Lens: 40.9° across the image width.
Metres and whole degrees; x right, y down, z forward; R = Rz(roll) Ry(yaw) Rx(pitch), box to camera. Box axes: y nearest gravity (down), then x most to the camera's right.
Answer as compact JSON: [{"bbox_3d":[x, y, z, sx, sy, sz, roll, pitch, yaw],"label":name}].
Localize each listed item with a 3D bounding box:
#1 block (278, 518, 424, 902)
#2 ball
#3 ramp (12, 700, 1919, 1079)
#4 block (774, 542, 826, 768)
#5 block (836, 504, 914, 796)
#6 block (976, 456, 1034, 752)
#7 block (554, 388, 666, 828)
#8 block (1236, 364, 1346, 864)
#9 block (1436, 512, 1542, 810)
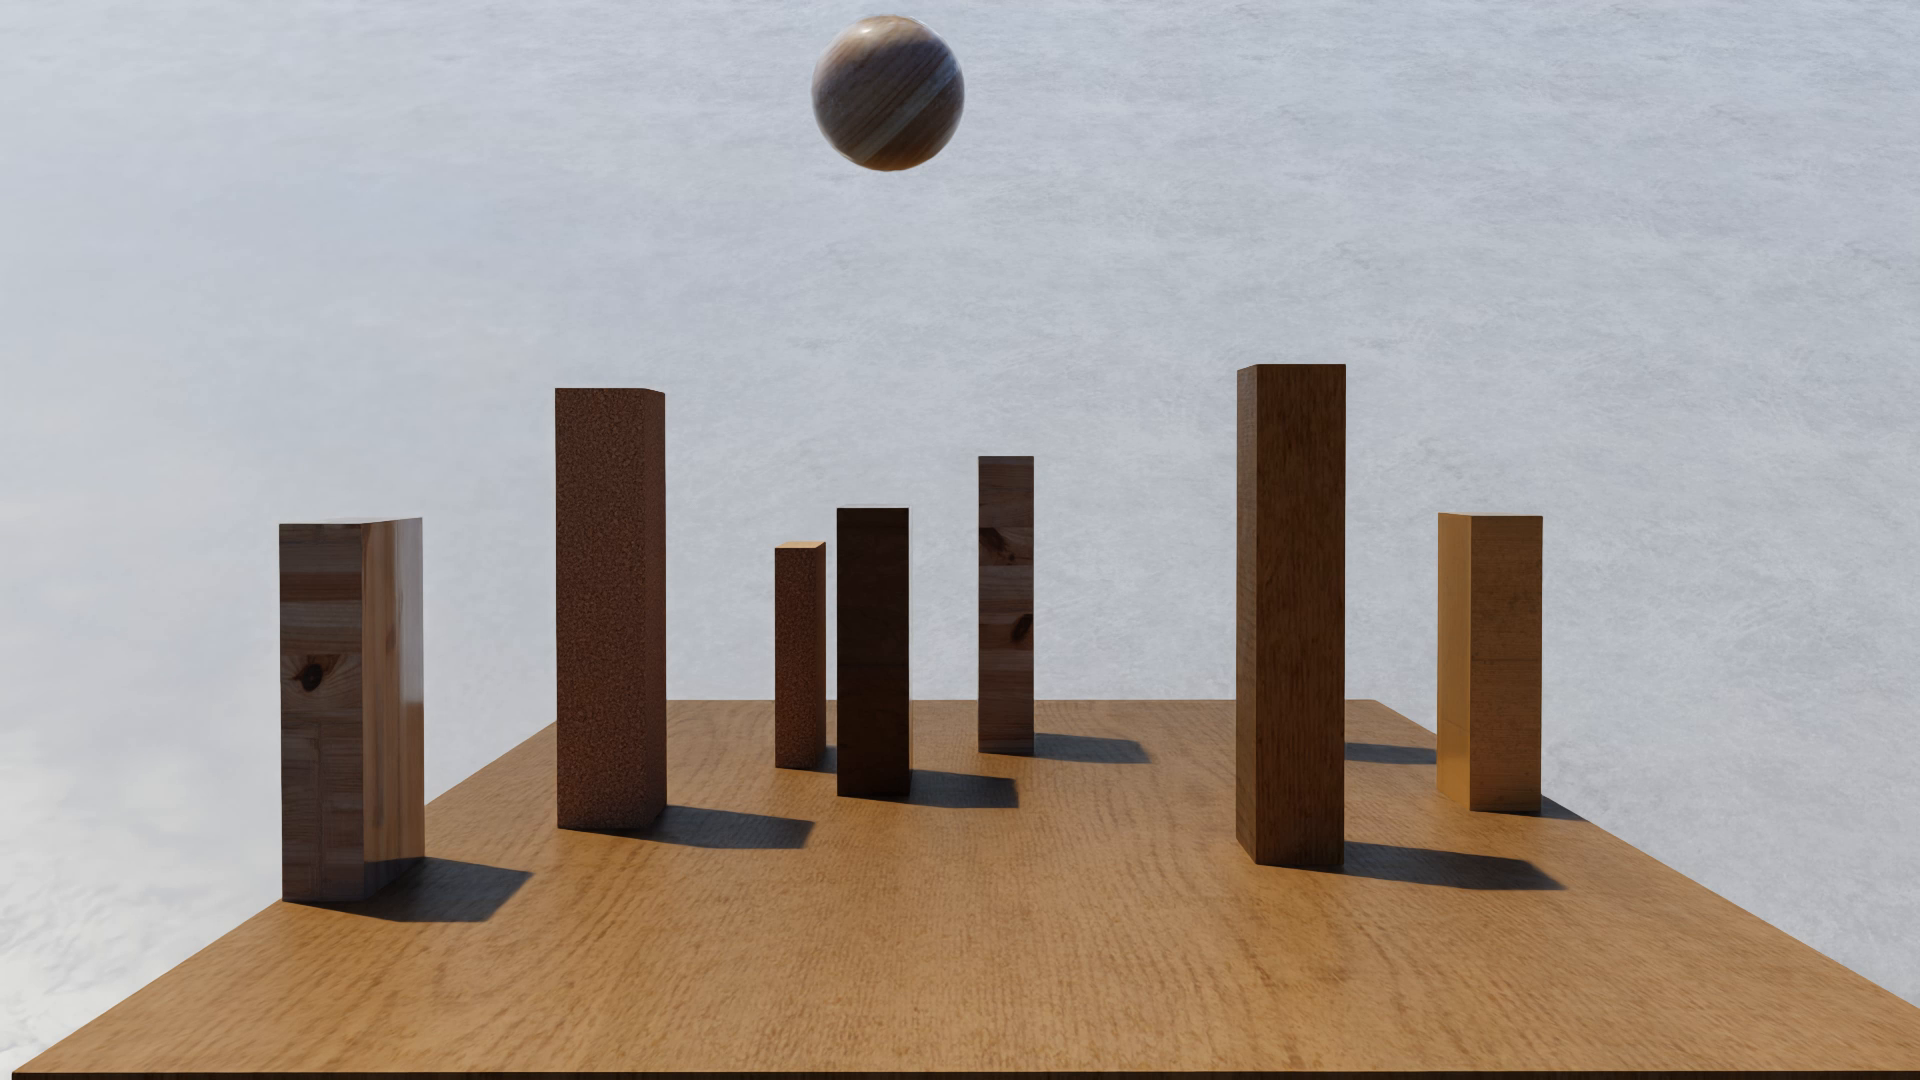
[{"bbox_3d":[-0.877,0.231,3.744,0.113,0.520,0.406,0,2,0],"label":"block"},{"bbox_3d":[-0.065,-0.407,2.348,0.141,0.141,0.141,0,25,0],"label":"ball"},{"bbox_3d":[0.057,0.516,4.556,2.000,0.100,4.000,0,2,0],"label":"ramp"},{"bbox_3d":[-0.326,0.227,5.296,0.080,0.435,0.415,0,2,0],"label":"block"},{"bbox_3d":[-0.157,0.196,4.861,0.131,0.522,0.413,0,2,0],"label":"block"},{"bbox_3d":[0.095,0.128,5.556,0.115,0.616,0.415,0,2,0],"label":"block"},{"bbox_3d":[-0.592,0.109,4.395,0.147,0.726,0.305,0,2,0],"label":"block"},{"bbox_3d":[0.510,0.108,3.994,0.133,0.750,0.275,0,2,0],"label":"block"},{"bbox_3d":[0.943,0.209,4.606,0.124,0.511,0.306,0,2,0],"label":"block"}]
